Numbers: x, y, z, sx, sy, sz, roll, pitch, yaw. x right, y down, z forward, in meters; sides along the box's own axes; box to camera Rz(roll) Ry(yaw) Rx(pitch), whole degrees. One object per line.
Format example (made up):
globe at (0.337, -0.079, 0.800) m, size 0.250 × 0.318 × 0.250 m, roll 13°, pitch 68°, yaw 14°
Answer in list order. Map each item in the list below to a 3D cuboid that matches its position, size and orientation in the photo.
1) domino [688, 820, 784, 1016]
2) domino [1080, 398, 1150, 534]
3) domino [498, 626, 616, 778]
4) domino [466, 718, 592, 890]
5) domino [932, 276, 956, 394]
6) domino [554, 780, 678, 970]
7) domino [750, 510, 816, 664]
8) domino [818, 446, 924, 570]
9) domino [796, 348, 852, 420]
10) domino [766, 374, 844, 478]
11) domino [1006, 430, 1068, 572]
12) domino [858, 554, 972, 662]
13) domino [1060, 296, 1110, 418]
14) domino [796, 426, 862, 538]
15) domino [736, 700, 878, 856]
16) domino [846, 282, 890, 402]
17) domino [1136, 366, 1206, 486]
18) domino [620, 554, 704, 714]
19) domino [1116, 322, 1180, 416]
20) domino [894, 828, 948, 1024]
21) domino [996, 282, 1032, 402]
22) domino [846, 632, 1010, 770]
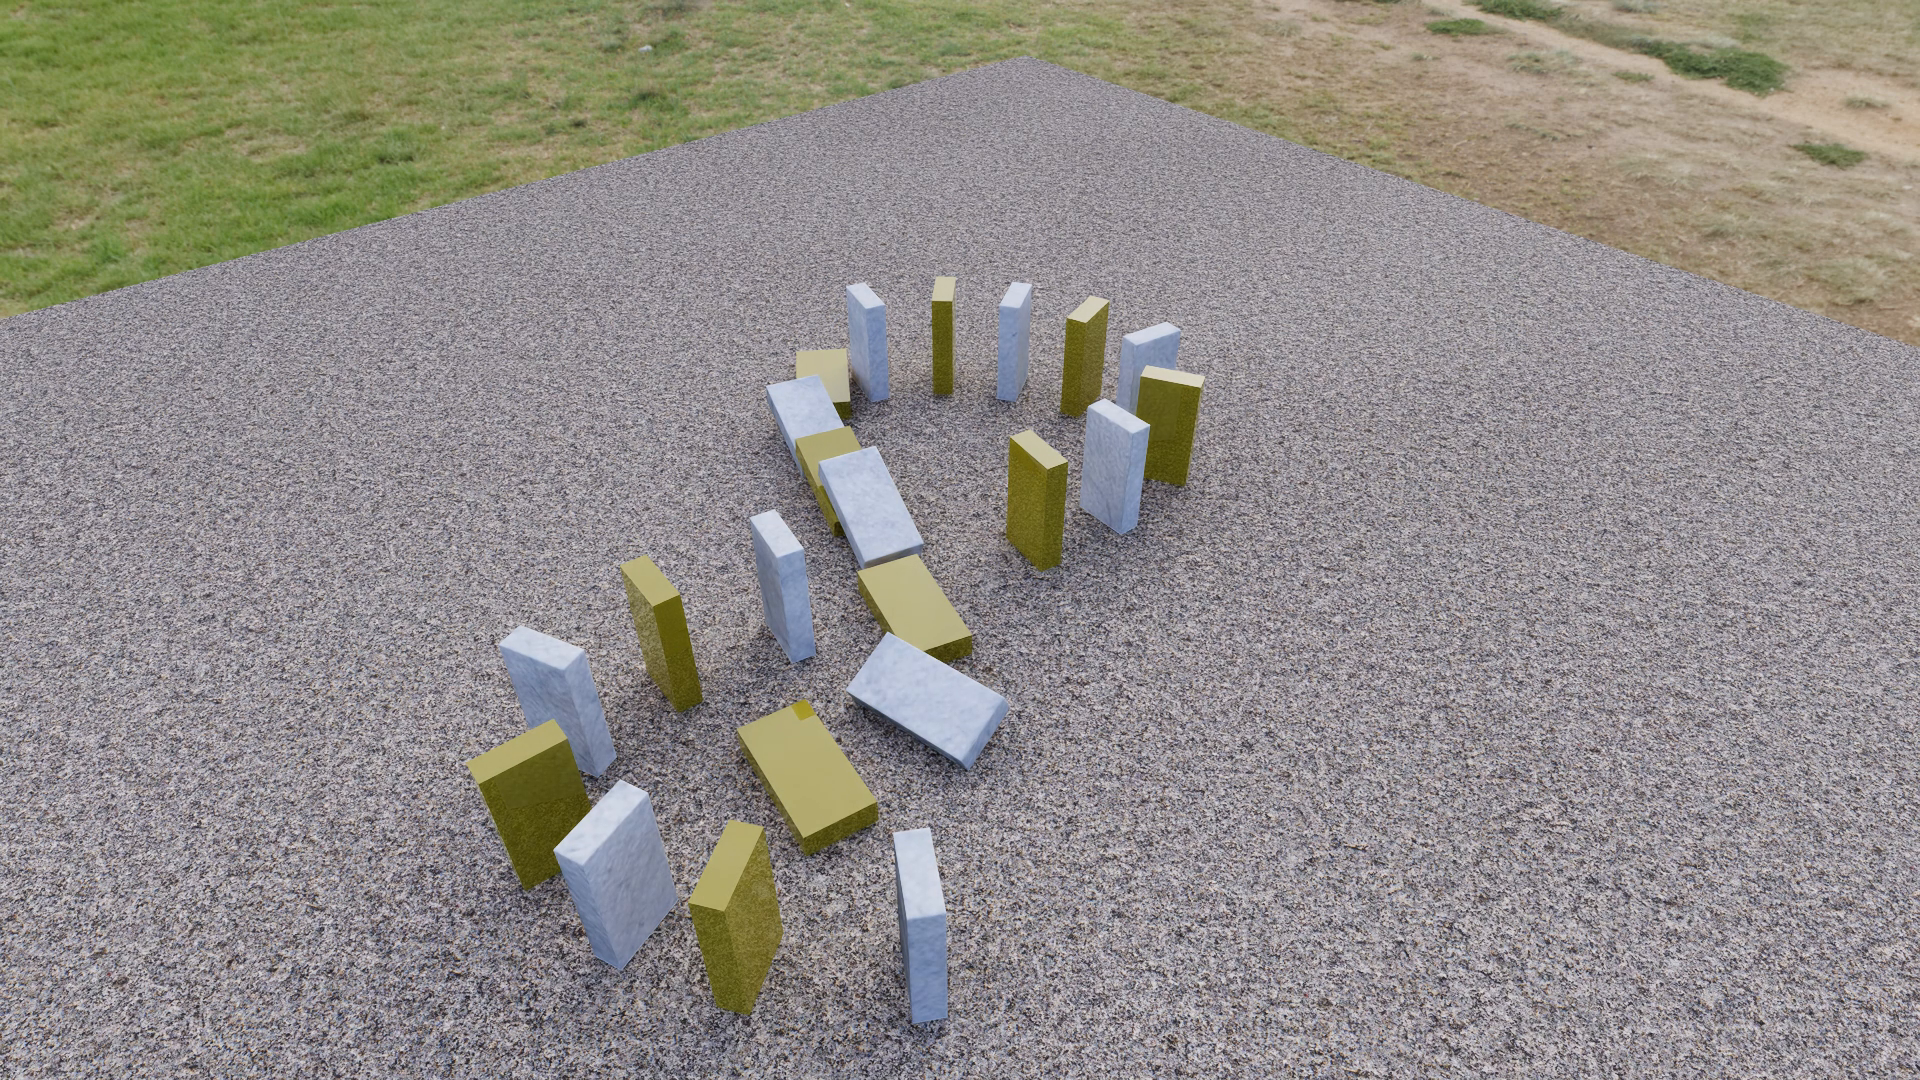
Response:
domino at (-0.058, 0.100, 0.290) m, size 0.010 × 0.050 × 0.025 m, roll 9°, pitch 40°, yaw 11°
domino at (0.062, -0.030, 0.448) m, size 0.010 × 0.050 × 0.025 m, roll -27°, pitch 46°, yaw -29°
domino at (-0.127, 0.052, 0.348) m, size 0.025 × 0.050 × 0.010 m, roll 17°, pitch 42°, yaw 19°
domino at (-0.121, 0.077, 0.317) m, size 0.025 × 0.050 × 0.009 m, roll -27°, pitch 47°, yaw -29°
domino at (-0.008, -0.099, 0.532) m, size 0.010 × 0.050 × 0.025 m, roll 2°, pitch 39°, yaw 3°
domino at (-0.092, 0.092, 0.299) m, size 0.009 × 0.050 × 0.025 m, roll 18°, pitch 43°, yaw 21°
domino at (-0.063, 0.017, 0.391) m, size 0.009 × 0.050 × 0.025 m, roll -20°, pitch 43°, yaw -23°
domino at (-0.037, -0.013, 0.445) m, size 0.025 × 0.010 × 0.050 m, roll -18°, pitch 63°, yaw -19°
domino at (-0.067, -0.076, 0.536) m, size 0.025 × 0.009 × 0.050 m, roll -4°, pitch 40°, yaw -5°
domino at (-0.068, -0.052, 0.498) m, size 0.025 × 0.010 × 0.050 m, roll -16°, pitch 56°, yaw -19°
domino at (0.030, -0.015, 0.430) m, size 0.009 × 0.050 × 0.025 m, roll -21°, pitch 44°, yaw -24°
domino at (-0.018, 0.027, 0.411) m, size 0.025 × 0.009 × 0.050 m, roll -17°, pitch 42°, yaw -19°
domino at (0.058, -0.086, 0.516) m, size 0.009 × 0.050 × 0.025 m, roll 21°, pitch 44°, yaw 23°
domino at (-0.050, -0.026, 0.466) m, size 0.025 × 0.009 × 0.050 m, roll -16°, pitch 54°, yaw -19°
domino at (-0.049, 0.075, 0.352) m, size 0.025 × 0.009 × 0.050 m, roll -22°, pitch 44°, yaw -24°
domino at (-0.044, -0.094, 0.527) m, size 0.009 × 0.050 × 0.025 m, roll -17°, pitch 42°, yaw -20°
domino at (0.088, -0.048, 0.471) m, size 0.025 × 0.050 × 0.009 m, roll 14°, pitch 41°, yaw 16°
domino at (-0.101, 0.032, 0.372) m, size 0.010 × 0.050 × 0.025 m, roll -26°, pitch 46°, yaw -28°
domino at (0.084, -0.071, 0.499) m, size 0.025 × 0.050 × 0.010 m, roll -22°, pitch 44°, yaw -24°
domino at (-0.010, 0.101, 0.288) m, size 0.010 × 0.050 × 0.025 m, roll -7°, pitch 40°, yaw -8°
domino at (0.026, -0.095, 0.527) m, size 0.010 × 0.050 × 0.025 m, roll 10°, pitch 40°, yaw 12°
domino at (-0.011, 0.054, 0.371) m, size 0.050 × 0.010 × 0.025 m, roll 26°, pitch 70°, yaw 28°
